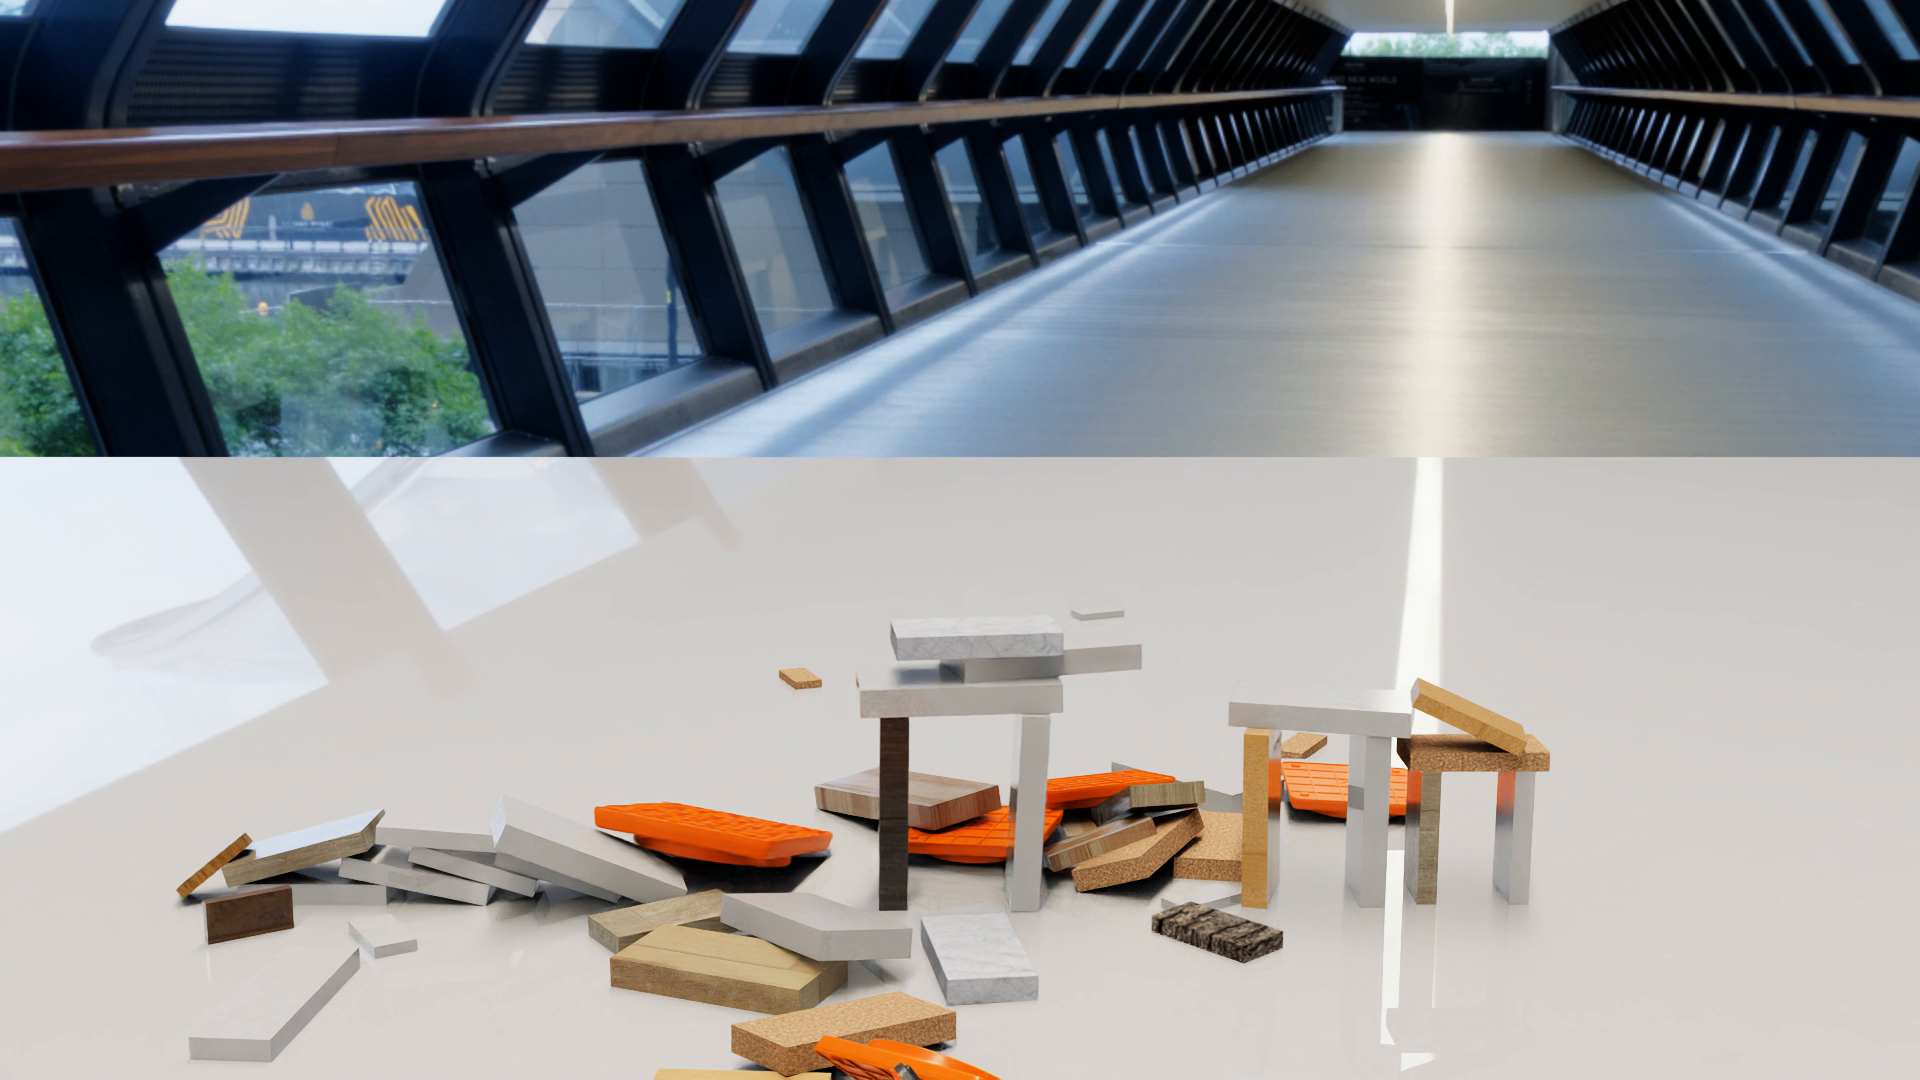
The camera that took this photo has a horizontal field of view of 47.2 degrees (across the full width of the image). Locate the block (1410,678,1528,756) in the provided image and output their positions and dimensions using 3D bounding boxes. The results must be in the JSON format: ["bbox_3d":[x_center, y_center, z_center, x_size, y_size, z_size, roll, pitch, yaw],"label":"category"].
[{"bbox_3d":[0.830,0.288,3.595,0.189,0.027,0.095,25,15,3],"label":"block"}]

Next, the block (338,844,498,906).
[{"bbox_3d":[-0.895,0.548,3.663,0.245,0.035,0.122,12,10,-2],"label":"block"}]

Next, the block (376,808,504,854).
[{"bbox_3d":[-0.847,0.479,3.634,0.211,0.030,0.106,5,10,-3],"label":"block"}]

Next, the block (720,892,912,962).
[{"bbox_3d":[-0.224,0.590,3.371,0.157,0.045,0.315,5,-1,-33],"label":"block"}]

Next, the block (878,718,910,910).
[{"bbox_3d":[-0.111,0.429,3.639,0.046,0.327,0.163,0,10,-3],"label":"block"}]

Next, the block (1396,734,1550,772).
[{"bbox_3d":[0.845,0.351,3.628,0.227,0.032,0.113,0,10,0],"label":"block"}]

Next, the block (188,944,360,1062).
[{"bbox_3d":[-0.984,0.665,3.176,0.115,0.033,0.348,1,11,5],"label":"block"}]

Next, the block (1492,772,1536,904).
[{"bbox_3d":[0.919,0.478,3.652,0.032,0.227,0.113,0,11,0],"label":"block"}]

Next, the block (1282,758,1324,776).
[{"bbox_3d":[0.657,0.451,4.368,0.123,0.017,0.062,1,11,4],"label":"block"}]

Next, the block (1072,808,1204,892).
[{"bbox_3d":[0.307,0.528,3.757,0.133,0.038,0.266,-17,3,29],"label":"block"}]

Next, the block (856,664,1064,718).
[{"bbox_3d":[-0.004,0.244,3.606,0.327,0.046,0.163,-1,11,-5],"label":"block"}]

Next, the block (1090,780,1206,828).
[{"bbox_3d":[0.332,0.471,3.901,0.133,0.038,0.266,-2,-15,-12],"label":"block"}]

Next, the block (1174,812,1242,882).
[{"bbox_3d":[0.452,0.536,3.859,0.133,0.038,0.266,2,11,10],"label":"block"}]

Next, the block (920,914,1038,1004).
[{"bbox_3d":[0.026,0.633,3.335,0.135,0.038,0.269,-1,10,-9],"label":"block"}]

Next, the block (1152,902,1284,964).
[{"bbox_3d":[0.404,0.616,3.458,0.094,0.027,0.189,-10,14,-42],"label":"block"}]

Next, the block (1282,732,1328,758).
[{"bbox_3d":[0.699,0.424,4.514,0.062,0.017,0.154,6,12,28],"label":"block"}]

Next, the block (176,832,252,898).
[{"bbox_3d":[-1.236,0.539,3.648,0.134,0.019,0.067,-40,7,-12],"label":"block"}]

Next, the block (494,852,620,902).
[{"bbox_3d":[-0.660,0.543,3.667,0.212,0.030,0.106,17,10,-1],"label":"block"}]

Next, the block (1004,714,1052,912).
[{"bbox_3d":[0.111,0.430,3.632,0.046,0.327,0.163,3,10,-3],"label":"block"}]

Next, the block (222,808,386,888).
[{"bbox_3d":[-1.084,0.510,3.648,0.245,0.035,0.122,-15,10,6],"label":"block"}]

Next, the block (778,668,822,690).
[{"bbox_3d":[-0.369,0.319,5.077,0.063,0.018,0.125,-4,11,-22],"label":"block"}]

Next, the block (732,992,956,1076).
[{"bbox_3d":[-0.158,0.674,3.016,0.282,0.038,0.135,-2,5,-38],"label":"block"}]

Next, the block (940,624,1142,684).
[{"bbox_3d":[0.133,0.188,3.659,0.305,0.043,0.153,-3,11,-16],"label":"block"}]

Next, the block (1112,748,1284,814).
[{"bbox_3d":[0.455,0.464,4.230,0.153,0.043,0.305,-10,14,-42],"label":"block"}]

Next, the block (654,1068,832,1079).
[{"bbox_3d":[-0.287,0.726,2.847,0.229,0.033,0.115,1,11,4],"label":"block"}]

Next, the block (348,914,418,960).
[{"bbox_3d":[-0.906,0.621,3.450,0.067,0.019,0.134,-6,12,-31],"label":"block"}]

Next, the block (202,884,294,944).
[{"bbox_3d":[-1.124,0.592,3.476,0.134,0.067,0.019,-7,13,-33],"label":"block"}]

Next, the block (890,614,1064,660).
[{"bbox_3d":[0.026,0.159,3.597,0.269,0.038,0.135,-2,11,-6],"label":"block"}]

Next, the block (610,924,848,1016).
[{"bbox_3d":[-0.344,0.640,3.276,0.315,0.045,0.158,4,11,23],"label":"block"}]

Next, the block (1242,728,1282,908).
[{"bbox_3d":[0.500,0.446,3.644,0.041,0.293,0.146,2,11,16],"label":"block"}]

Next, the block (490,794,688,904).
[{"bbox_3d":[-0.608,0.513,3.594,0.315,0.045,0.158,24,4,-18],"label":"block"}]

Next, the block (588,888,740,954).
[{"bbox_3d":[-0.460,0.606,3.491,0.229,0.033,0.115,-7,13,-33],"label":"block"}]

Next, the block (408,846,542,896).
[{"bbox_3d":[-0.799,0.533,3.658,0.212,0.030,0.106,17,10,-3],"label":"block"}]

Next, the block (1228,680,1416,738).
[{"bbox_3d":[0.599,0.278,3.630,0.293,0.041,0.146,3,11,14],"label":"block"}]

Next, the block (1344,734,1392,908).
[{"bbox_3d":[0.676,0.445,3.648,0.041,0.292,0.146,0,11,0],"label":"block"}]

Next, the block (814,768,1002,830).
[{"bbox_3d":[-0.100,0.470,4.021,0.153,0.043,0.375,-13,8,-36],"label":"block"}]

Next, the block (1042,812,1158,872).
[{"bbox_3d":[0.236,0.517,3.770,0.189,0.027,0.095,-19,3,-8],"label":"block"}]

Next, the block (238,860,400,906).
[{"bbox_3d":[-1.064,0.572,3.673,0.245,0.035,0.122,0,11,1],"label":"block"}]

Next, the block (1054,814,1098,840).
[{"bbox_3d":[0.214,0.524,3.977,0.063,0.018,0.125,-1,11,-8],"label":"block"}]

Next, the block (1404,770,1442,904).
[{"bbox_3d":[0.767,0.478,3.652,0.032,0.227,0.113,0,11,0],"label":"block"}]

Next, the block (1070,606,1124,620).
[{"bbox_3d":[0.360,0.192,5.763,0.125,0.018,0.063,-5,12,-24],"label":"block"}]

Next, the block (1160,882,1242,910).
[{"bbox_3d":[0.397,0.592,3.612,0.123,0.017,0.062,-7,13,-35],"label":"block"}]
